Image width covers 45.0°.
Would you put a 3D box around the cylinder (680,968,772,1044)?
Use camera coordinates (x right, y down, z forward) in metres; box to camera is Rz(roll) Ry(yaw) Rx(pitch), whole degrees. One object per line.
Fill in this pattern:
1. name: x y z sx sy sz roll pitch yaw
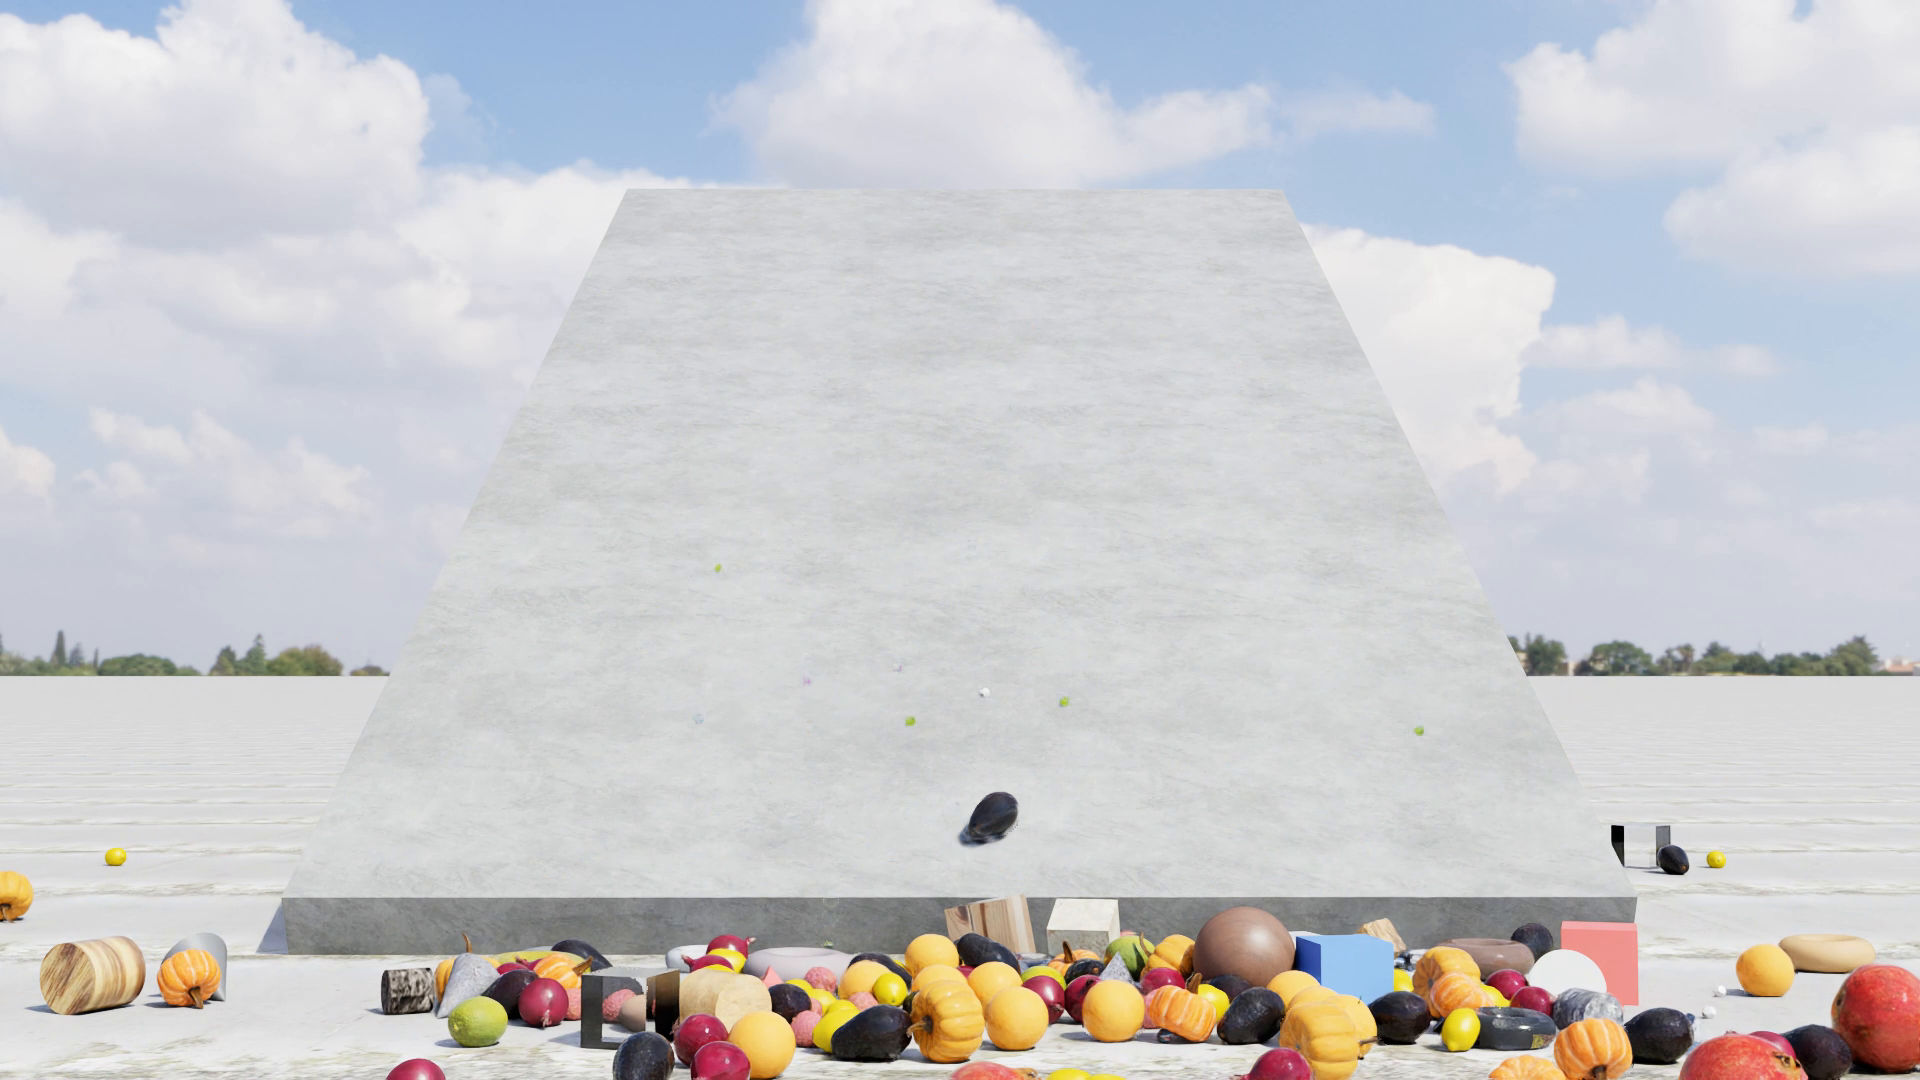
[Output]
1. cylinder: -0.271 0.534 2.658 0.079 0.079 0.079 3 -5 -42

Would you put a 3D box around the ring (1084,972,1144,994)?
1. ring: 0.202 0.582 3.038 0.080 0.027 0.080 1 -3 0

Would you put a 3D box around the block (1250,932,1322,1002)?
1. block: 0.430 0.553 3.011 0.080 0.080 0.080 1 -3 -19

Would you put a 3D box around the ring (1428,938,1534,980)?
1. ring: 0.722 0.581 3.214 0.143 0.048 0.143 0 -4 0

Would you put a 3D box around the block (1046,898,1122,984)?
1. block: 0.169 0.546 3.153 0.084 0.084 0.084 -1 20 13

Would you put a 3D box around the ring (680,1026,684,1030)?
1. ring: -0.337 0.562 2.773 0.111 0.037 0.111 0 -2 0

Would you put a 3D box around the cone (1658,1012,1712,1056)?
1. cone: 0.796 0.557 2.571 0.050 0.050 0.050 -34 -23 32

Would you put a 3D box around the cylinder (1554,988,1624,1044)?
1. cylinder: 0.722 0.546 2.666 0.055 0.055 0.055 1 -3 -22

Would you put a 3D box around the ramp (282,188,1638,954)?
1. ramp: -0.008 -0.227 5.273 2.000 0.100 4.000 0 24 0

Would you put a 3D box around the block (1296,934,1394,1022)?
1. block: 0.473 0.538 2.856 0.092 0.092 0.092 1 -3 -11

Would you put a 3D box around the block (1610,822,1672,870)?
1. block: 1.466 0.659 4.994 0.090 0.090 0.090 3 -4 -44

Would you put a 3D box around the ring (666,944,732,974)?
1. ring: -0.370 0.593 3.283 0.094 0.031 0.094 -1 -2 0

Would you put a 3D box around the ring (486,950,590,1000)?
1. ring: -0.559 0.571 3.045 0.148 0.049 0.148 1 -2 0

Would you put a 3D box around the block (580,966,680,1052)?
1. block: -0.373 0.531 2.629 0.082 0.082 0.082 -1 -3 20

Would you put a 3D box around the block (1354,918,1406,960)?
1. block: 0.580 0.567 3.242 0.051 0.051 0.051 -7 -35 -38

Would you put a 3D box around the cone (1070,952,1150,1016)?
1. cone: 0.175 0.565 2.851 0.088 0.088 0.088 -27 -4 0

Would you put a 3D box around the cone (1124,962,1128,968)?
1. cone: 0.209 0.564 2.965 0.053 0.053 0.053 0 -3 0

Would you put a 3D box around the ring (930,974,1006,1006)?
1. ring: 0.009 0.574 2.958 0.097 0.032 0.097 1 -3 0

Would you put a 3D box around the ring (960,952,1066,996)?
1. ring: 0.070 0.573 3.060 0.143 0.048 0.143 -1 -4 0

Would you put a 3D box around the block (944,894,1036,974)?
1. block: 0.044 0.554 3.264 0.091 0.091 0.091 -13 -7 18

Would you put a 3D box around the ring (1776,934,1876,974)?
1. ring: 1.230 0.587 3.296 0.134 0.045 0.134 -1 -3 0

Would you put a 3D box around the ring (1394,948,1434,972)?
1. ring: 0.652 0.596 3.290 0.076 0.025 0.076 0 -2 0

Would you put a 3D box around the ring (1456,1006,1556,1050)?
1. ring: 0.620 0.554 2.632 0.111 0.037 0.111 1 -2 0

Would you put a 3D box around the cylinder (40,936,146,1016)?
1. cylinder: -1.082 0.543 2.897 0.088 0.088 0.088 -1 -4 25

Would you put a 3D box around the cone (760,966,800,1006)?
1. cone: -0.227 0.576 2.932 0.058 0.058 0.058 27 -6 -5

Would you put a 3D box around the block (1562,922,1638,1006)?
1. block: 0.826 0.545 2.993 0.094 0.094 0.094 -1 -3 16

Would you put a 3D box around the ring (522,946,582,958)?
1. ring: -0.580 0.592 3.269 0.094 0.031 0.094 -1 -2 0

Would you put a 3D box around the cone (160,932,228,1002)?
1. cone: -0.970 0.572 2.997 0.093 0.093 0.093 3 22 -46

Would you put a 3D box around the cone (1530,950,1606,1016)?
1. cone: 0.738 0.564 2.856 0.092 0.092 0.092 0 -30 0

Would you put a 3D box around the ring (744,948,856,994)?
1. ring: -0.214 0.573 3.088 0.150 0.050 0.150 1 -3 0
